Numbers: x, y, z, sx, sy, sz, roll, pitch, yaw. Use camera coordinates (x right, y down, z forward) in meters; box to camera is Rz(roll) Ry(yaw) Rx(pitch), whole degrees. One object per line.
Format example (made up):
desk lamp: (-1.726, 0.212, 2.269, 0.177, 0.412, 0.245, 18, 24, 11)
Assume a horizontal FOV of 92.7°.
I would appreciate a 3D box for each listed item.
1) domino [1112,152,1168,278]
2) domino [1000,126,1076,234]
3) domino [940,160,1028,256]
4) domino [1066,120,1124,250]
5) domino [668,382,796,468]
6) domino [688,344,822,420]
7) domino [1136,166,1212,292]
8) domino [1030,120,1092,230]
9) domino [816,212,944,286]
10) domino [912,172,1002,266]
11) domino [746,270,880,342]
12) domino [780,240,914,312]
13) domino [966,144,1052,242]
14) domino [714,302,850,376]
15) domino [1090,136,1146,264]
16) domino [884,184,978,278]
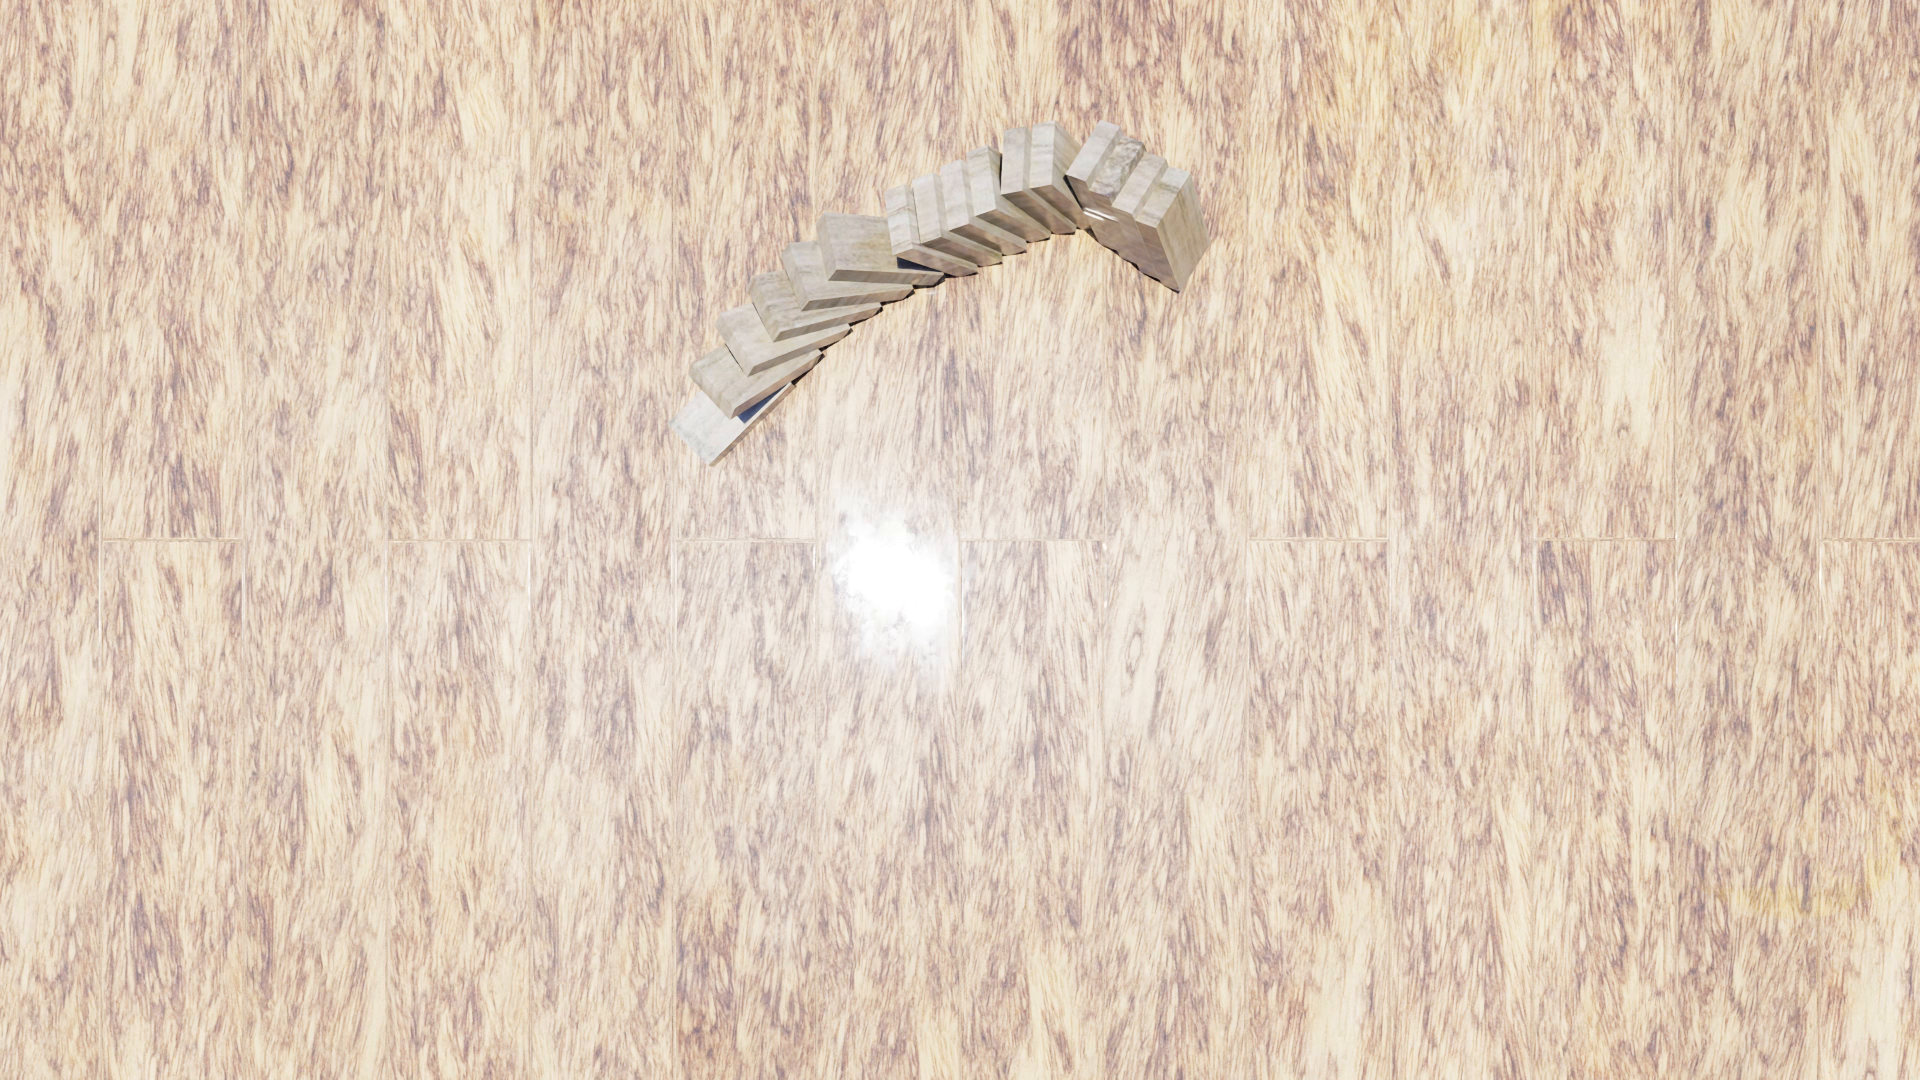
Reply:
domino: (0.079, -0.132, 0.376, 0.009, 0.050, 0.025, 32, 90, 28)
domino: (0.034, -0.146, 0.376, 0.010, 0.050, 0.025, 3, 90, 32)
domino: (0.010, -0.135, 0.376, 0.010, 0.050, 0.025, -8, 90, 31)
domino: (0.061, -0.144, 0.376, 0.010, 0.050, 0.025, 32, 90, 28)
domino: (-0.098, -0.058, 0.395, 0.050, 0.010, 0.025, -44, 90, 0)
domino: (-0.085, -0.073, 0.381, 0.025, 0.010, 0.050, 47, 55, 1)
domino: (0.088, -0.126, 0.376, 0.009, 0.050, 0.025, 32, 90, 28)
domino: (0.045, -0.149, 0.376, 0.009, 0.050, 0.025, 3, 89, 32)
domino: (-0.033, -0.120, 0.381, 0.050, 0.009, 0.025, -8, 80, -33)
domino: (0.000, -0.130, 0.376, 0.009, 0.050, 0.025, -8, 90, 31)
domino: (-0.060, -0.101, 0.382, 0.050, 0.010, 0.025, -25, 88, -34)
domino: (-0.046, -0.111, 0.381, 0.050, 0.009, 0.025, -17, 85, -34)
domino: (0.021, -0.141, 0.376, 0.009, 0.050, 0.025, -8, 90, 31)
domino: (-0.073, -0.089, 0.382, 0.050, 0.009, 0.025, -32, 89, -35)
domino: (0.070, -0.138, 0.376, 0.009, 0.050, 0.025, 32, 90, 28)
domino: (-0.011, -0.126, 0.376, 0.009, 0.050, 0.025, -8, 90, 32)
